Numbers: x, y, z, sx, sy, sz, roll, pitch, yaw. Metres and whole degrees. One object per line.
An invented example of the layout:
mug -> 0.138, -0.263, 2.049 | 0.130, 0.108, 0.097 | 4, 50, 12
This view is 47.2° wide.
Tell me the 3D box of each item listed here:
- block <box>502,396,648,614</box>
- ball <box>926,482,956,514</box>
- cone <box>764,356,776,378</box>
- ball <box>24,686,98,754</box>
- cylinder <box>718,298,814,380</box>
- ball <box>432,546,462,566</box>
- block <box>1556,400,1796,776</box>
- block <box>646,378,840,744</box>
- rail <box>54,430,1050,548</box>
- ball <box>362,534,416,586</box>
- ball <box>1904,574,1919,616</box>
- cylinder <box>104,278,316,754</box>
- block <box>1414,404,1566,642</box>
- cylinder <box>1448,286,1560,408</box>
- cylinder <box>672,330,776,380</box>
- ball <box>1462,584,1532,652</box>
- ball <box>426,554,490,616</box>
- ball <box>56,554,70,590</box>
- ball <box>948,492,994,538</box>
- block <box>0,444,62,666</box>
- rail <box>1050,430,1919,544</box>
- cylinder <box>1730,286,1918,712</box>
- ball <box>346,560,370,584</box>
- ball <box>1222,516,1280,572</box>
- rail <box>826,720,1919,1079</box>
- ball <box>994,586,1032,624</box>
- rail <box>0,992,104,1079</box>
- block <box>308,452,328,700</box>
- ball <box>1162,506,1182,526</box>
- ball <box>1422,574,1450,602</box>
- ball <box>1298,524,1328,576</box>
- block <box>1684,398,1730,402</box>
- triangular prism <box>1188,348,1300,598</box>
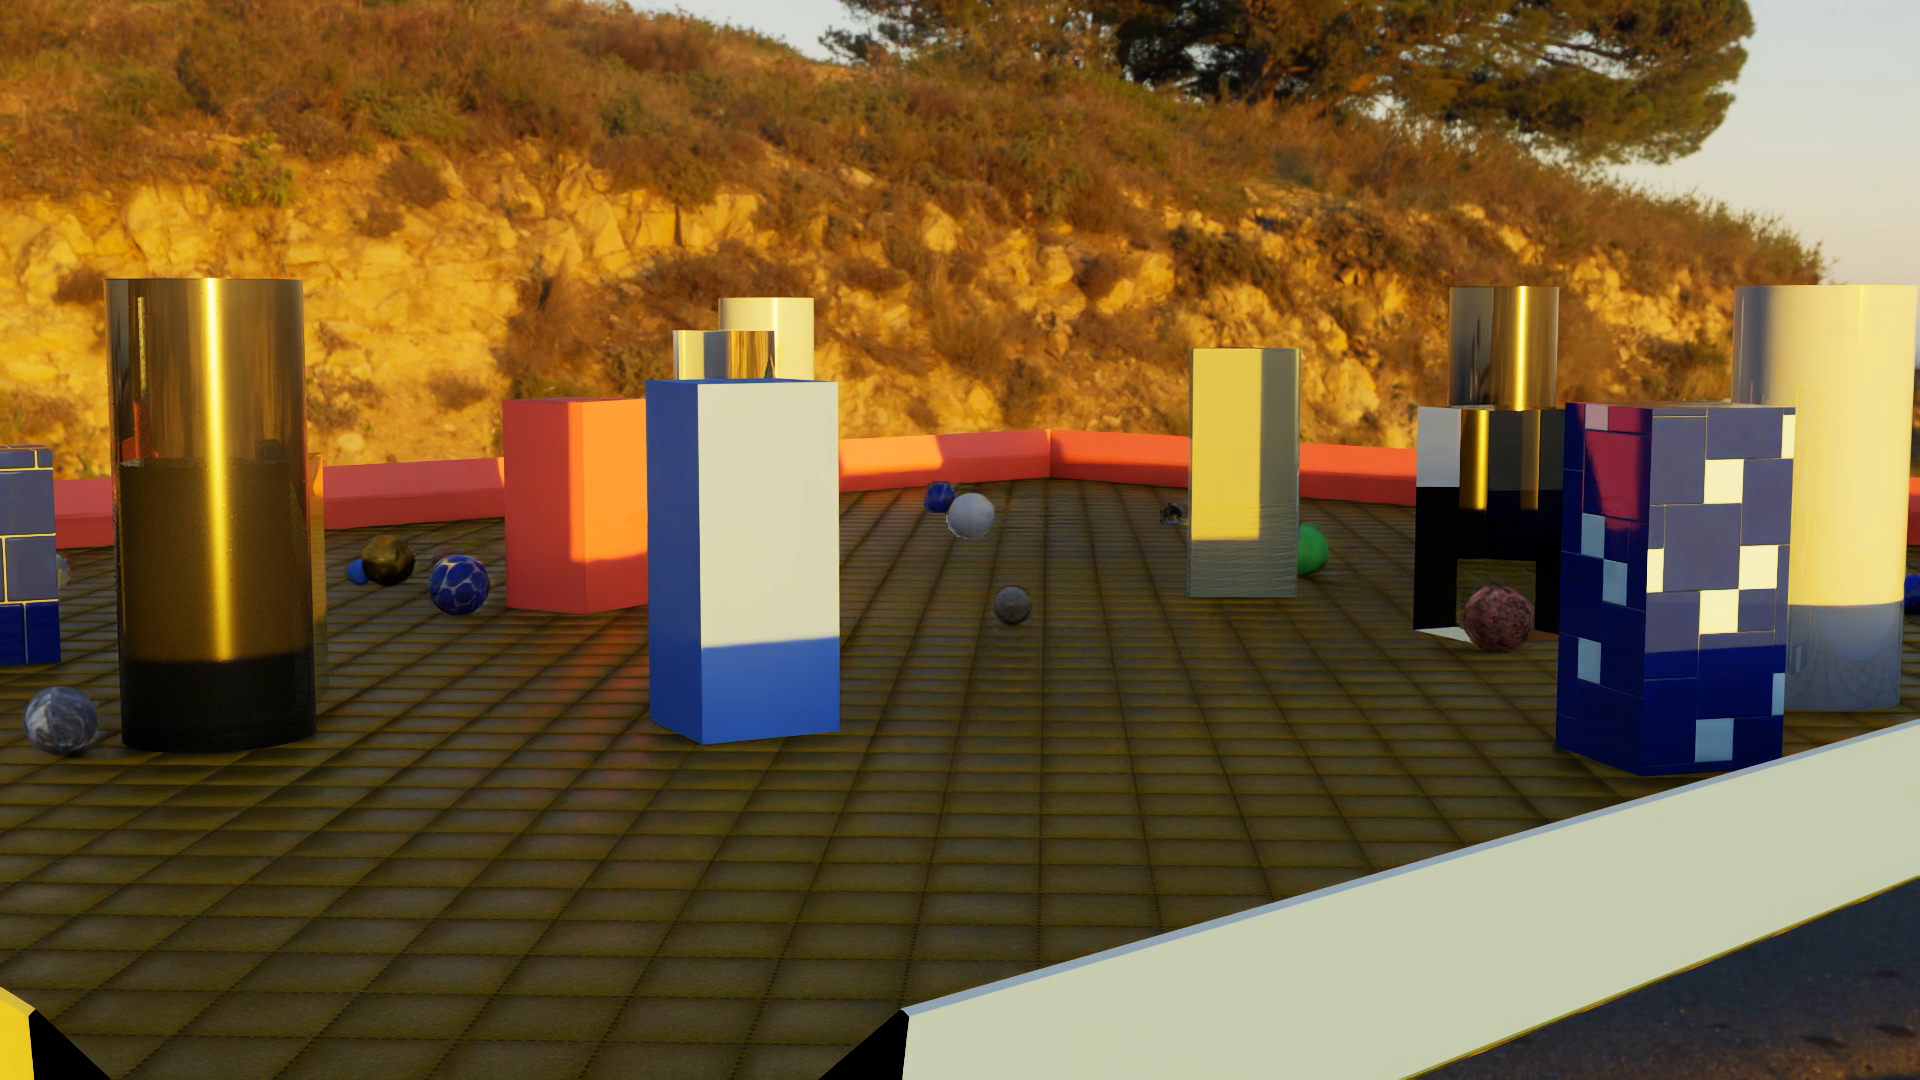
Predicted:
block -> -0.573, -0.056, 3.306 | 0.155, 0.310, 0.155 | 4, 7, 31
ball -> -0.042, -0.092, 4.810 | 0.069, 0.069, 0.069 | 0, 6, 0
cone -> -0.265, -0.070, 3.087 | 0.194, 0.384, 0.194 | 0, 6, 0
ball -> -0.901, 0.181, 2.204 | 0.069, 0.069, 0.069 | 0, 6, 0
cylinder -> -0.395, -0.261, 4.504 | 0.194, 0.467, 0.194 | 0, 6, 0
ball -> -0.853, 0.036, 3.664 | 0.052, 0.052, 0.052 | 0, 6, 0
block -> 0.705, 0.042, 2.178 | 0.155, 0.351, 0.155 | -2, 6, -15
block -> -0.232, 0.016, 2.341 | 0.155, 0.369, 0.155 | -3, 7, -28
rail -> -1.139, -0.096, 4.559 | 3.795, 0.126, 0.045 | -5, 8, -42
ball -> -0.921, 0.033, 3.543 | 0.084, 0.084, 0.084 | 0, 6, 0
ball -> 1.387, 0.080, 3.202 | 0.061, 0.061, 0.061 | 0, 6, 0
cylinder -> -0.776, -0.032, 2.285 | 0.194, 0.475, 0.194 | 0, 6, 0
block -> 0.734, -0.026, 3.010 | 0.155, 0.311, 0.155 | -3, 7, -24
cylinder -> 0.994, -0.221, 4.043 | 0.194, 0.485, 0.194 | 0, 6, 0
cylinder -> -0.449, -0.198, 4.206 | 0.194, 0.405, 0.194 | 0, 6, 0
ball -> 0.699, 0.102, 2.863 | 0.088, 0.088, 0.088 | 0, 6, 0
ball -> -0.731, 0.065, 3.206 | 0.090, 0.090, 0.090 | 0, 6, 0
ball -> -1.433, 0.052, 3.458 | 0.064, 0.064, 0.064 | 0, 6, 0
ball -> 0.022, -0.048, 4.280 | 0.090, 0.090, 0.090 | 0, 6, 0
block -> -1.245, 0.017, 2.807 | 0.155, 0.268, 0.155 | -3, 7, -28
rail -> 1.377, -0.100, 4.596 | 0.045, 0.126, 3.406 | -5, 8, -42
cylinder -> 0.980, -0.054, 2.516 | 0.194, 0.470, 0.194 | 0, 6, 0
ball -> -0.974, 0.052, 3.569 | 0.041, 0.041, 0.041 | 0, 6, 0
ball -> 0.493, 0.007, 3.724 | 0.097, 0.097, 0.097 | 0, 6, 0
rail -> 1.139, 0.162, 2.105 | 3.795, 0.126, 0.045 | -5, 8, -42
ball -> 0.074, 0.093, 3.112 | 0.054, 0.054, 0.054 | 0, 6, 0
rail -> -1.377, 0.165, 2.068 | 0.045, 0.126, 3.406 | -5, 8, -42
block -> -0.818, 0.043, 2.525 | 0.155, 0.276, 0.155 | -1, 6, -9
ball -> 0.438, -0.050, 4.541 | 0.042, 0.042, 0.042 | 0, 6, 0
ball -> 0.727, 0.073, 3.356 | 0.044, 0.044, 0.044 | 0, 6, 0
ball -> 0.573, 0.017, 3.680 | 0.086, 0.086, 0.086 | 0, 6, 0
block -> 1.167, -0.055, 3.301 | 0.155, 0.309, 0.155 | 2, 6, 15
triangular prism -> 0.440, -0.110, 3.467 | 0.168, 0.384, 0.146 | 0, 6, 1
